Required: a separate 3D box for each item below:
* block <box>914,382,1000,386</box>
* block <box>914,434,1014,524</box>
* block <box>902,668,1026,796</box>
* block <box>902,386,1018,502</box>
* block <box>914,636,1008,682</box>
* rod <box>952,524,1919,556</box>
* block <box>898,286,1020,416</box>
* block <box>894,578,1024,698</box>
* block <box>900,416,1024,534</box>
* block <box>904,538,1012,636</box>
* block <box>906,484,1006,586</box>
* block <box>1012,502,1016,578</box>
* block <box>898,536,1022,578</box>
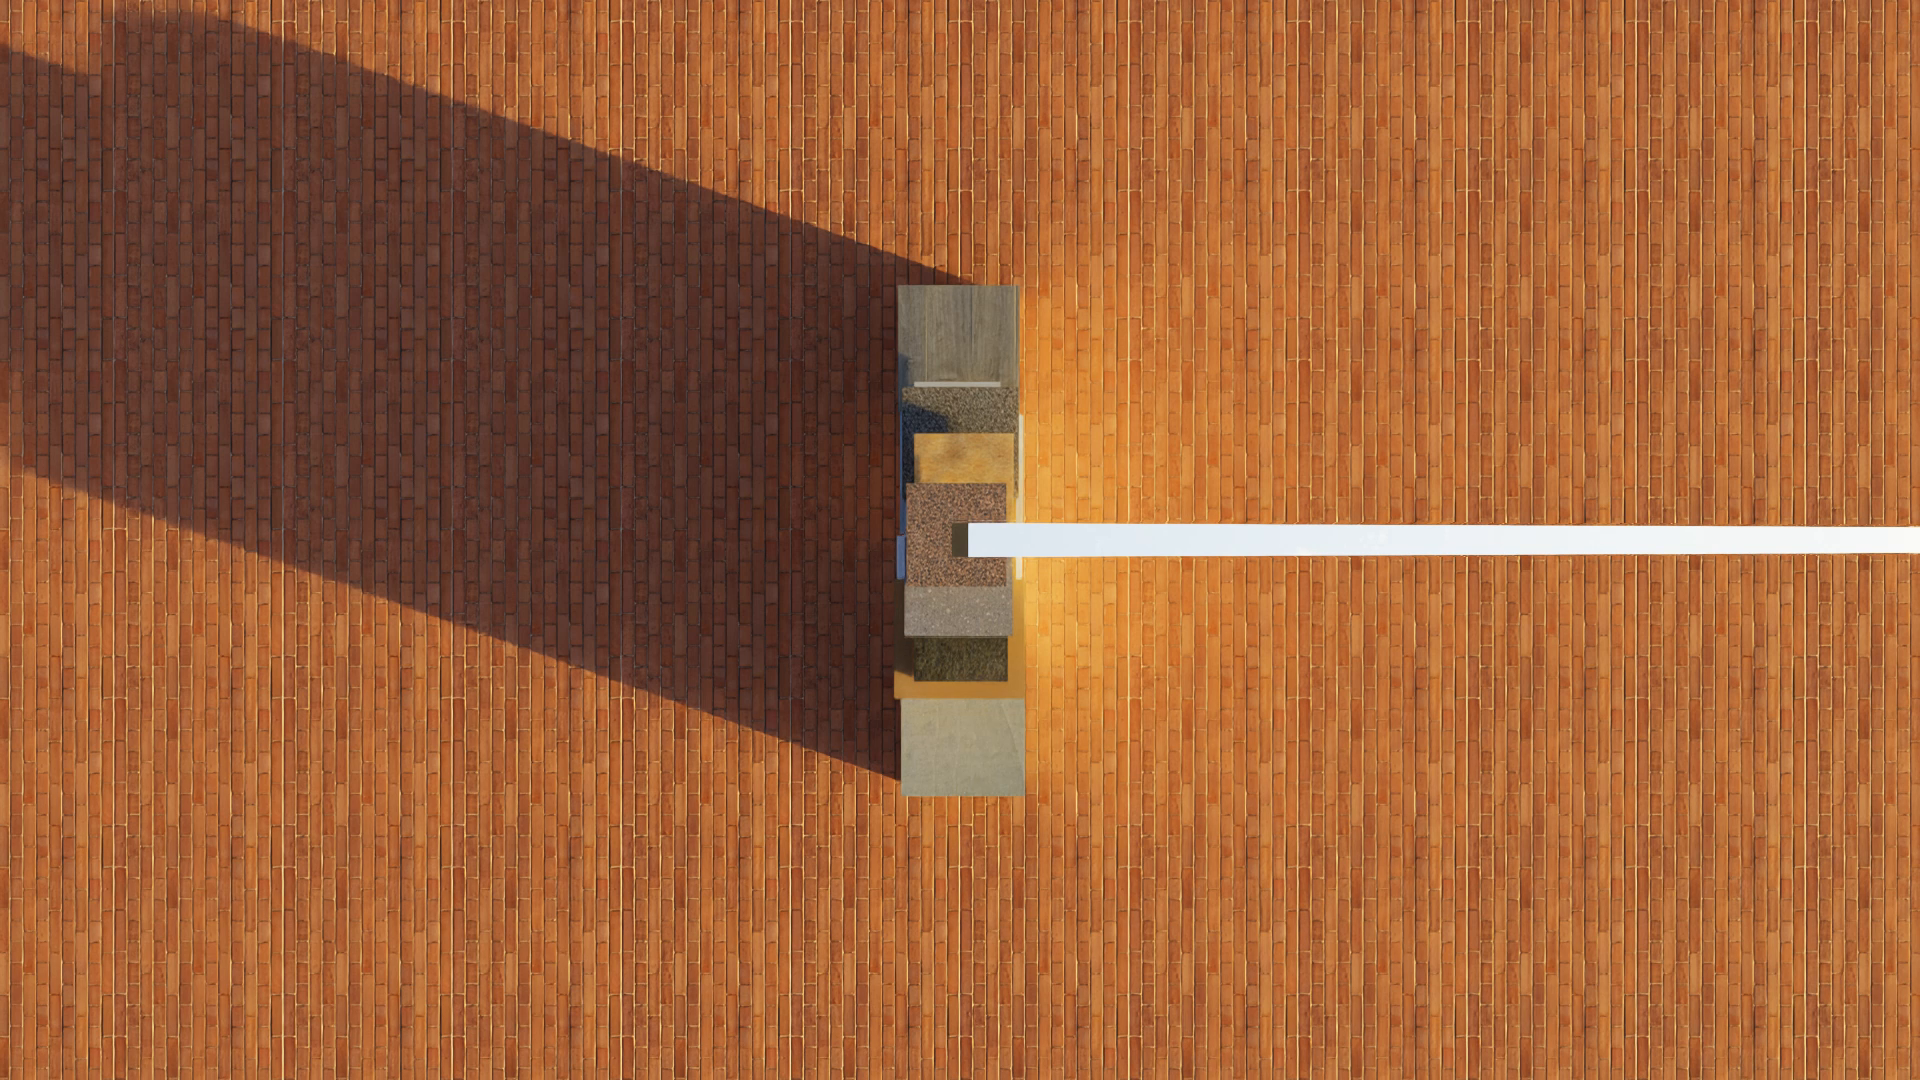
[{"bbox_3d":[-0.014,-0.642,12.115,0.468,0.390,0.432,0,90,0],"label":"block"},{"bbox_3d":[0.019,-0.268,10.825,0.478,0.467,0.489,0,90,0],"label":"block"},{"bbox_3d":[0.018,1.076,12.654,0.694,0.692,0.717,0,90,0],"label":"block"},{"bbox_3d":[0.003,-0.487,11.375,0.588,0.581,0.558,0,89,0],"label":"block"},{"bbox_3d":[0.004,0.508,11.379,0.476,0.463,0.436,0,88,0],"label":"block"},{"bbox_3d":[2.234,0.000,6.576,5.200,0.080,0.080,0,90,-31],"label":"rod"},{"bbox_3d":[-0.006,-1.071,12.688,0.683,0.623,0.726,0,90,0],"label":"block"},{"bbox_3d":[-0.002,0.532,11.962,0.690,0.704,0.631,0,88,0],"label":"block"},{"bbox_3d":[0.008,-0.366,12.655,0.690,0.690,0.665,0,90,0],"label":"block"},{"bbox_3d":[-0.006,0.225,10.794,0.519,0.521,0.473,0,90,0],"label":"block"},{"bbox_3d":[-0.016,-0.024,10.311,0.457,0.445,0.475,0,90,0],"label":"block"},{"bbox_3d":[0.010,-0.105,11.983,0.576,0.646,0.633,0,89,0],"label":"block"},{"bbox_3d":[-0.002,0.342,12.666,0.702,0.669,0.731,0,90,0],"label":"block"}]
